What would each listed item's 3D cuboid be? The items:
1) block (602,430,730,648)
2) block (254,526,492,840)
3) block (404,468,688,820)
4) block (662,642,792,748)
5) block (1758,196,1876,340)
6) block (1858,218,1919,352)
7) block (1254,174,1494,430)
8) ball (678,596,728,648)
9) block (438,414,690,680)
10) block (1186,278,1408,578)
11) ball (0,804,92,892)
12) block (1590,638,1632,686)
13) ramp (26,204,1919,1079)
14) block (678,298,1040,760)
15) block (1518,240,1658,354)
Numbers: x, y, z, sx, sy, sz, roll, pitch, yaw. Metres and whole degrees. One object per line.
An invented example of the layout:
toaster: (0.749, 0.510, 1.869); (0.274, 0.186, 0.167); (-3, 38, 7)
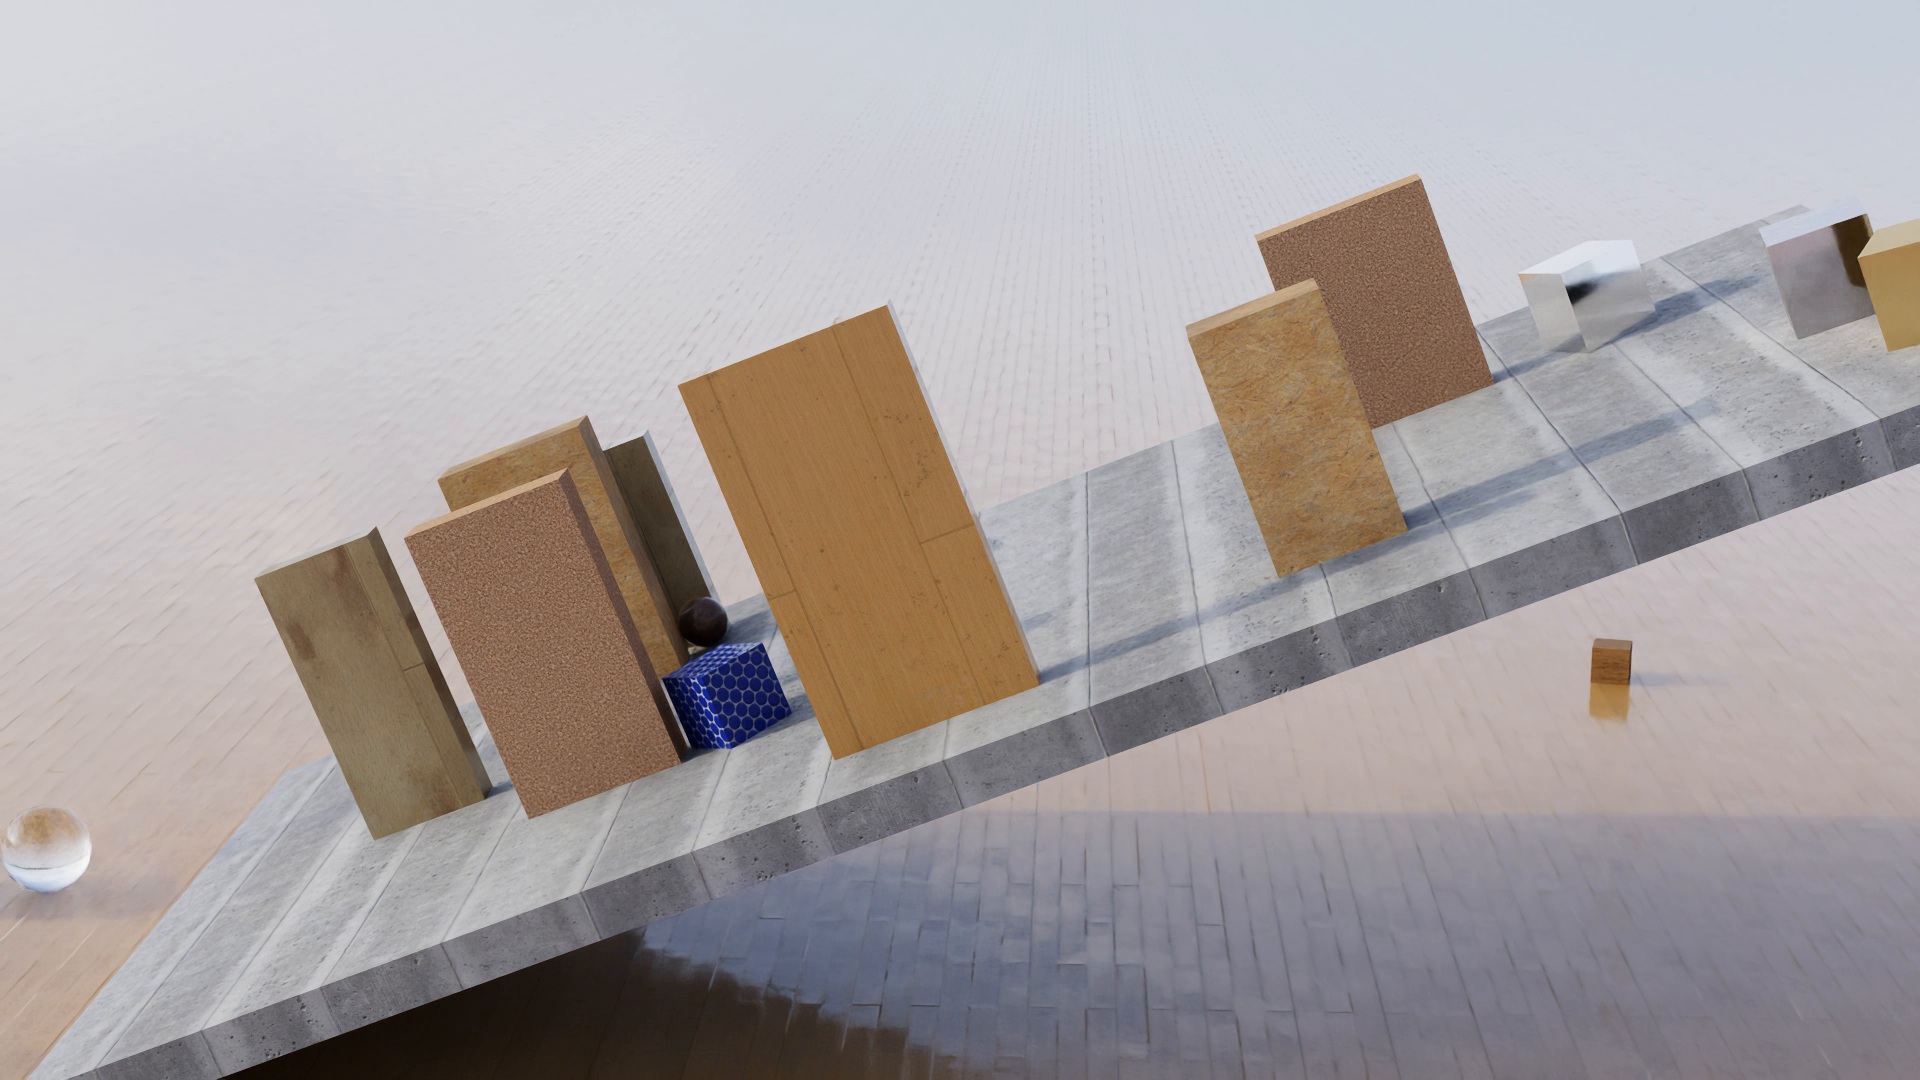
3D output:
block: (-0.804, 0.037, 7.050); (0.329, 0.518, 0.080); (-20, 12, 7)
block: (-1.268, 0.313, 6.377); (0.266, 0.631, 0.089); (-20, 12, 7)
block: (-0.845, 0.215, 6.034); (0.342, 0.639, 0.107); (-20, 12, 7)
block: (-0.482, 0.322, 6.076); (0.162, 0.162, 0.162); (-30, 14, -33)
block: (1.731, -0.545, 5.873); (0.199, 0.199, 0.199); (-19, 12, 15)
block: (1.818, -0.491, 5.500); (0.190, 0.190, 0.190); (-14, 14, 32)
block: (0.912, -0.508, 6.480); (0.377, 0.483, 0.100); (-20, 12, 7)
ball: (-0.610, 0.194, 6.977); (0.120, 0.120, 0.120); (0, 14, 0)
block: (-0.920, 0.068, 6.861); (0.353, 0.623, 0.134); (-20, 12, 7)
block: (0.642, -0.214, 5.622); (0.261, 0.498, 0.141); (-20, 12, 7)
ball: (-2.143, 0.724, 6.900); (0.205, 0.205, 0.205); (0, 14, 0)
block: (1.911, 0.357, 8.627); (0.107, 0.107, 0.107); (4, 14, 16)
ramp: (0.121, 0.174, 6.292); (4.000, 0.100, 2.000); (-20, 12, 7)
block: (-0.185, -0.016, 5.537); (0.419, 0.778, 0.087); (-20, 12, 7)
block: (1.385, -0.537, 6.487); (0.187, 0.187, 0.187); (-25, 12, -15)
